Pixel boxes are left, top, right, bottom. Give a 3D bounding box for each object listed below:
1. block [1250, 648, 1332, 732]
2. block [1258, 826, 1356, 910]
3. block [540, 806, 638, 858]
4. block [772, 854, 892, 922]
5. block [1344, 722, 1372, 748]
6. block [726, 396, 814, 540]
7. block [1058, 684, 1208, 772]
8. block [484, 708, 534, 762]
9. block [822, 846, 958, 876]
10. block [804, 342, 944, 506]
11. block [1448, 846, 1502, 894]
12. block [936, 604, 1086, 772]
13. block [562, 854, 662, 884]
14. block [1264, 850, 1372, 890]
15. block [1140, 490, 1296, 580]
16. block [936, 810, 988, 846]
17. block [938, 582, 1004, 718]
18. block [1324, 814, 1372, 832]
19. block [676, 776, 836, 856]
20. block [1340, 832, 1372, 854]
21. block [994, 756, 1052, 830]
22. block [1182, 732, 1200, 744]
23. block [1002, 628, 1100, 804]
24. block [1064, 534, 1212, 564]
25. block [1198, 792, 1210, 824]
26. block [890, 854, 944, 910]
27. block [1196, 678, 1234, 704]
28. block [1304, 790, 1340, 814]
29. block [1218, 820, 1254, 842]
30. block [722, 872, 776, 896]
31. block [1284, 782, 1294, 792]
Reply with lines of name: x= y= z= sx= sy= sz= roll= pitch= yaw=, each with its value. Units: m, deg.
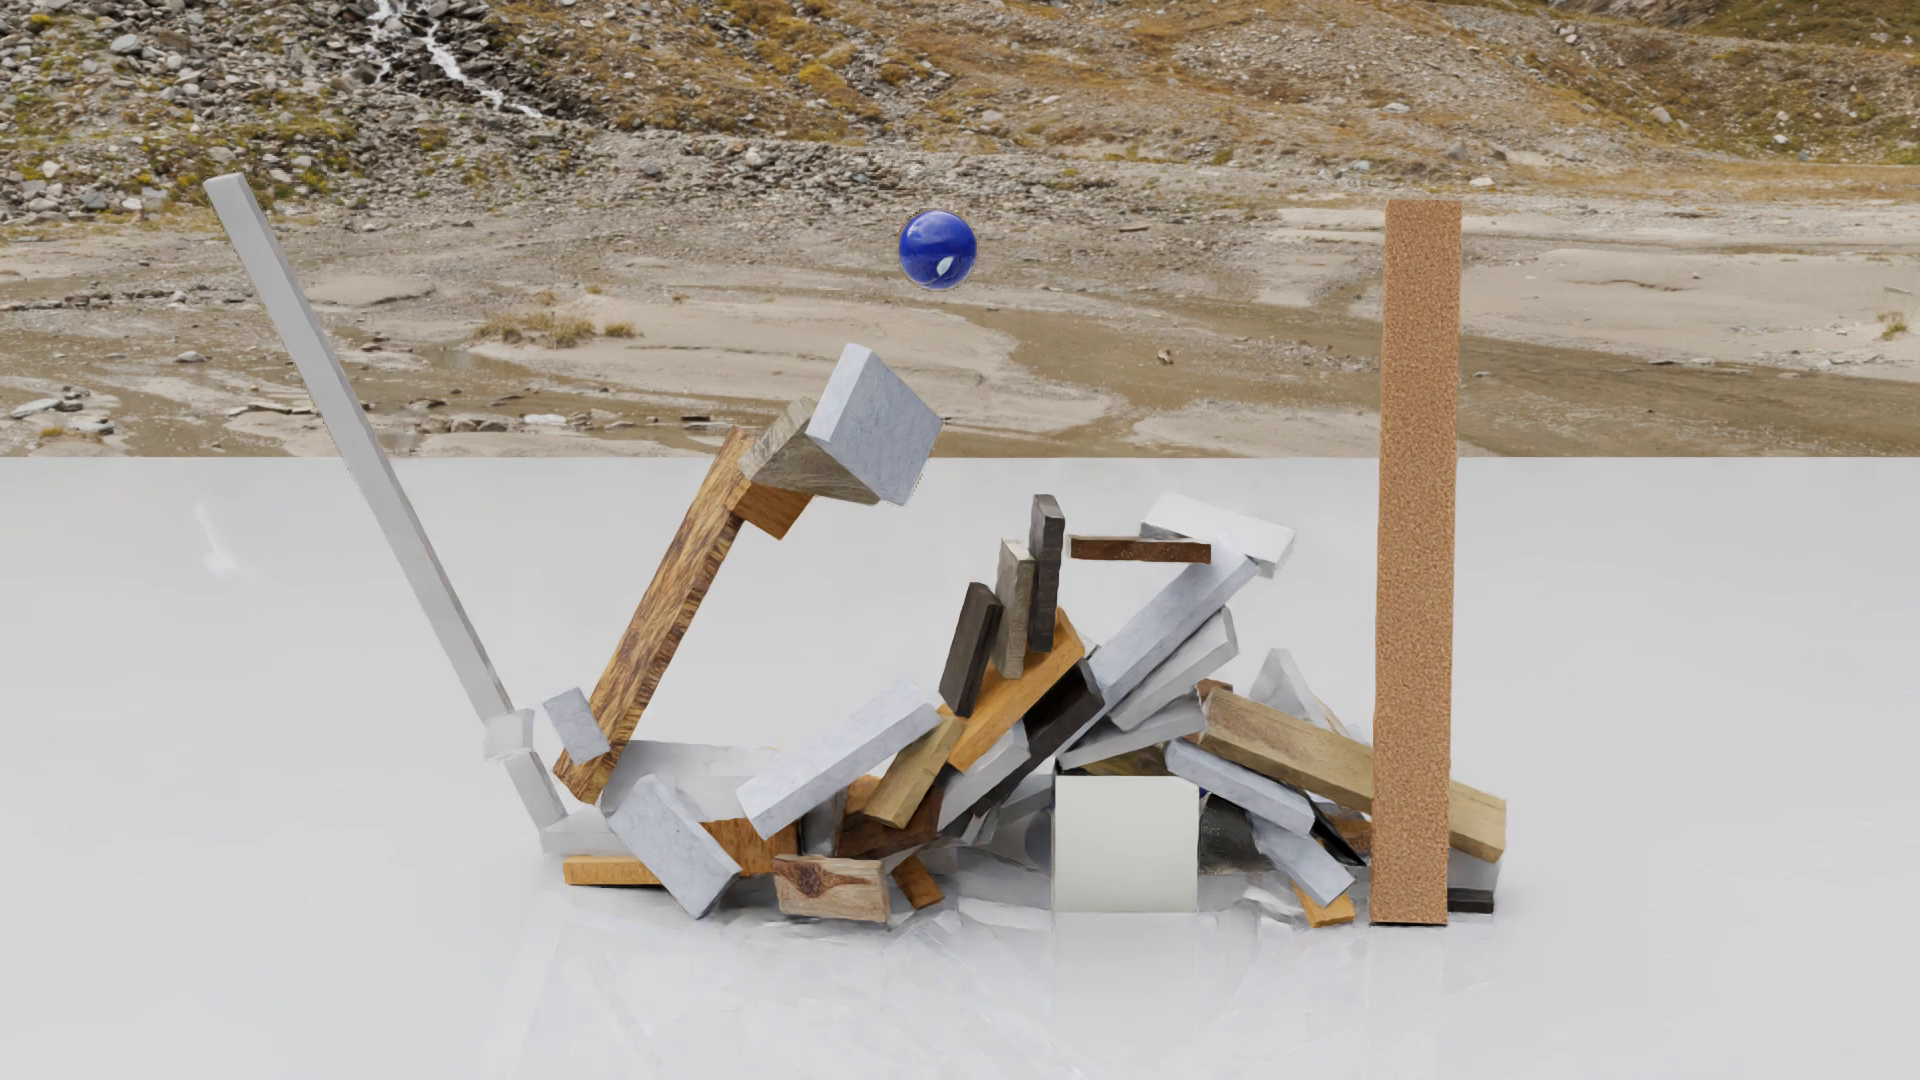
block: x=0.578 y=0.304 z=3.836 sx=0.032 sy=0.112 sz=0.223 roll=4 pitch=38 yaw=-22
block: x=0.559 y=0.519 z=3.548 sx=0.074 sy=0.021 sz=0.148 roll=-32 pitch=66 yaw=-33
block: x=-0.565 y=0.501 z=3.767 sx=0.273 sy=0.039 sz=0.136 roll=-1 pitch=11 yaw=26
block: x=-0.204 y=0.551 z=3.488 sx=0.185 sy=0.093 sz=0.026 roll=0 pitch=20 yaw=23
block: x=0.762 y=0.416 z=4.415 sx=0.151 sy=0.076 sz=0.021 roll=-10 pitch=-28 yaw=-43
block: x=-0.275 y=-0.117 z=3.604 sx=0.110 sy=0.221 sz=0.031 roll=33 pitch=6 yaw=-36
block: x=0.273 y=0.293 z=3.591 sx=0.245 sy=0.035 sz=0.122 roll=-17 pitch=32 yaw=7
block: x=-0.706 y=0.306 z=3.447 sx=0.018 sy=0.063 sz=0.125 roll=13 pitch=-21 yaw=-36
block: x=-0.170 y=0.486 z=3.783 sx=0.335 sy=0.047 sz=0.167 roll=3 pitch=43 yaw=-1
block: x=-0.125 y=-0.169 z=3.300 sx=0.042 sy=0.149 sz=0.298 roll=20 pitch=-9 yaw=26
block: x=0.830 y=0.546 z=3.652 sx=0.129 sy=0.064 sz=0.018 roll=10 pitch=7 yaw=-5
block: x=0.074 y=0.232 z=3.520 sx=0.040 sy=0.280 sz=0.140 roll=39 pitch=12 yaw=-27
block: x=-0.519 y=0.543 z=3.733 sx=0.273 sy=0.039 sz=0.136 roll=-3 pitch=10 yaw=18
block: x=0.628 y=0.560 z=3.754 sx=0.193 sy=0.027 sz=0.096 roll=-3 pitch=11 yaw=-16
block: x=0.430 y=-0.009 z=3.673 sx=0.234 sy=0.033 sz=0.117 roll=18 pitch=34 yaw=17
block: x=0.023 y=0.421 z=3.613 sx=0.023 sy=0.163 sz=0.081 roll=40 pitch=-22 yaw=-29
block: x=0.017 y=0.175 z=3.511 sx=0.027 sy=0.194 sz=0.097 roll=10 pitch=17 yaw=-22
block: x=0.640 y=0.504 z=3.941 sx=0.093 sy=0.026 sz=0.185 roll=9 pitch=-4 yaw=-35
block: x=-0.336 y=0.455 z=3.624 sx=0.263 sy=0.131 sz=0.037 roll=-2 pitch=-13 yaw=10
block: x=0.609 y=0.526 z=3.806 sx=0.193 sy=0.027 sz=0.096 roll=-6 pitch=-3 yaw=33
block: x=0.037 y=0.438 z=3.915 sx=0.335 sy=0.047 sz=0.167 roll=-22 pitch=46 yaw=-19
block: x=0.452 y=0.365 z=3.967 sx=0.225 sy=0.032 sz=0.113 roll=-11 pitch=7 yaw=28
block: x=0.118 y=0.300 z=3.809 sx=0.047 sy=0.335 sz=0.167 roll=38 pitch=0 yaw=-25
block: x=0.283 y=0.014 z=3.520 sx=0.221 sy=0.031 sz=0.110 roll=2 pitch=4 yaw=-3
block: x=0.483 y=0.458 z=3.863 sx=0.225 sy=0.112 sz=0.032 roll=-32 pitch=54 yaw=-30
block: x=-0.081 y=0.553 z=3.625 sx=0.058 sy=0.016 sz=0.115 roll=-10 pitch=56 yaw=-46
block: x=0.536 y=0.342 z=4.942 sx=0.077 sy=0.022 sz=0.155 roll=10 pitch=14 yaw=42
block: x=0.676 y=0.460 z=4.167 sx=0.093 sy=0.026 sz=0.185 roll=0 pitch=24 yaw=-10
block: x=0.507 y=0.485 z=3.983 sx=0.093 sy=0.026 sz=0.185 roll=-11 pitch=20 yaw=23
block: x=-0.345 y=0.569 z=3.720 sx=0.155 sy=0.022 sz=0.077 roll=-5 pitch=11 yaw=-23
block: x=0.729 y=0.456 z=4.279 sx=0.225 sy=0.032 sz=0.112 roll=-3 pitch=15 yaw=-17
